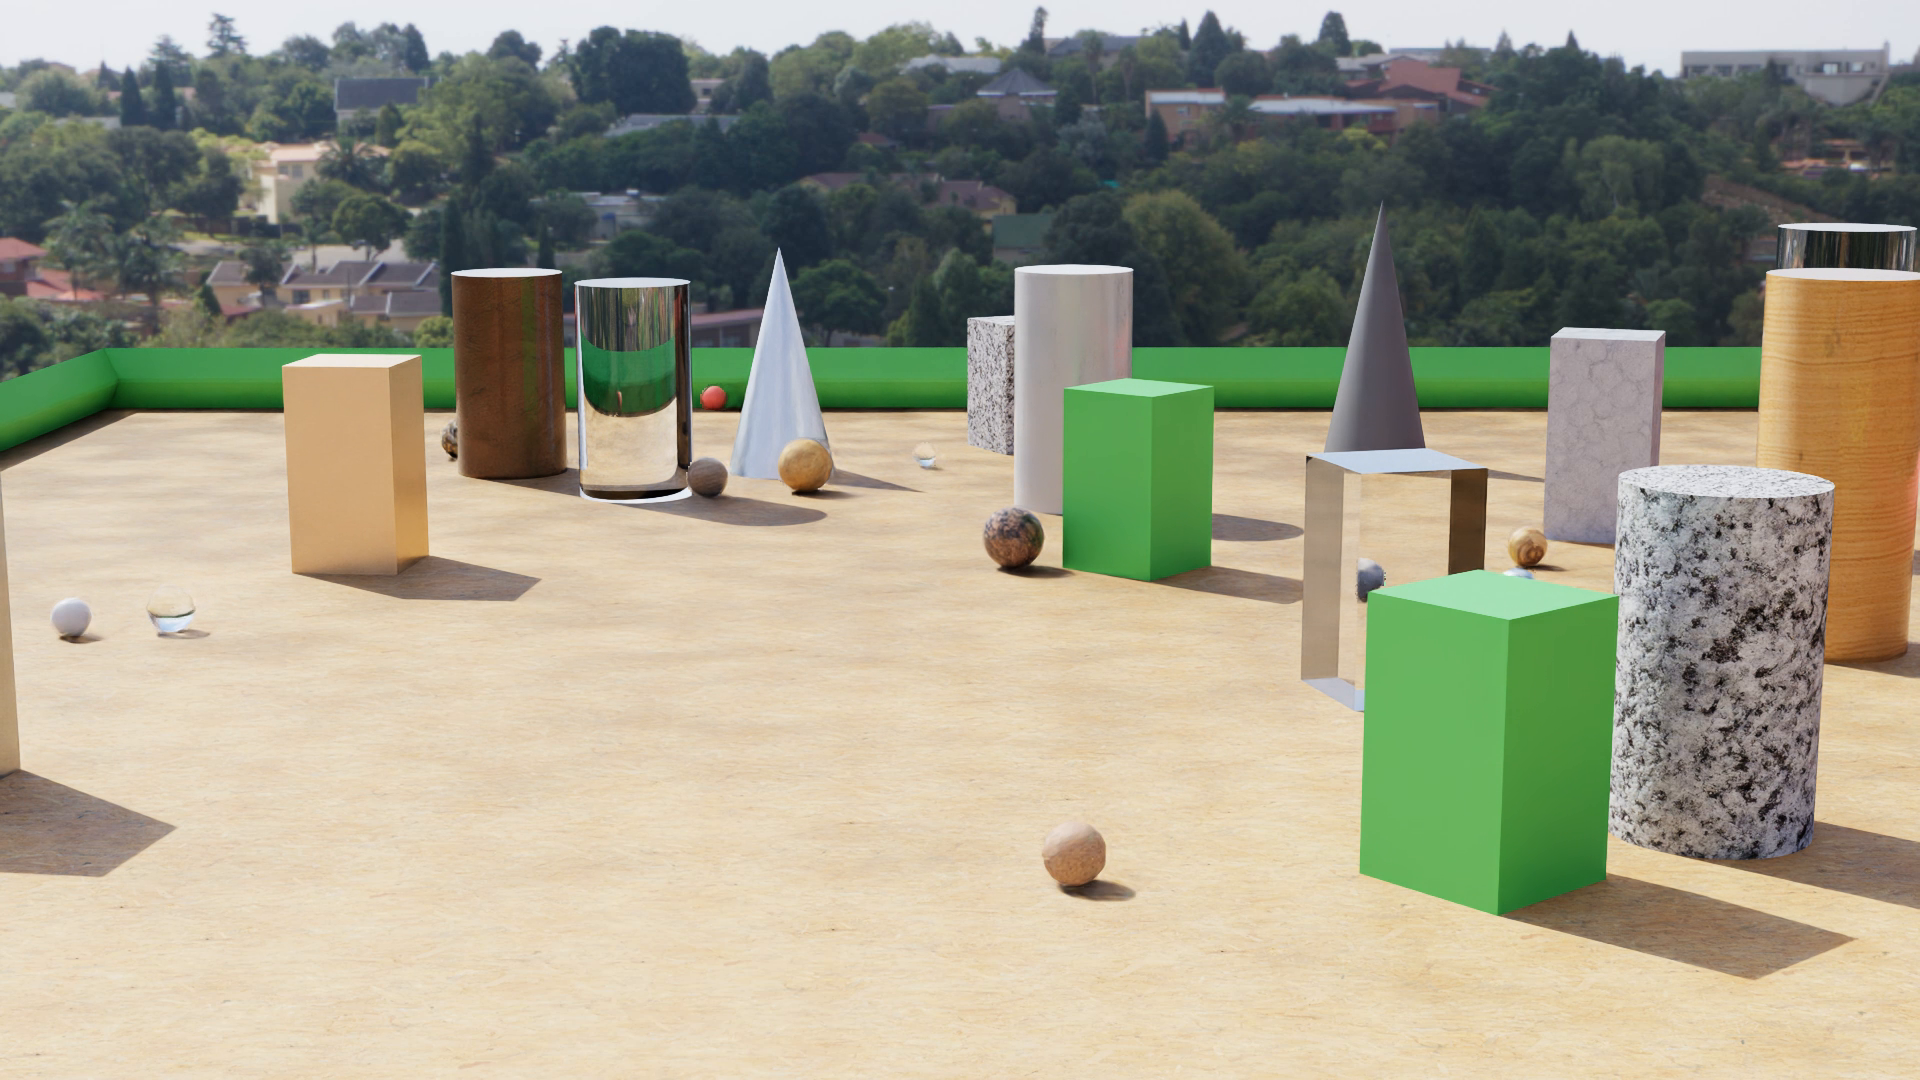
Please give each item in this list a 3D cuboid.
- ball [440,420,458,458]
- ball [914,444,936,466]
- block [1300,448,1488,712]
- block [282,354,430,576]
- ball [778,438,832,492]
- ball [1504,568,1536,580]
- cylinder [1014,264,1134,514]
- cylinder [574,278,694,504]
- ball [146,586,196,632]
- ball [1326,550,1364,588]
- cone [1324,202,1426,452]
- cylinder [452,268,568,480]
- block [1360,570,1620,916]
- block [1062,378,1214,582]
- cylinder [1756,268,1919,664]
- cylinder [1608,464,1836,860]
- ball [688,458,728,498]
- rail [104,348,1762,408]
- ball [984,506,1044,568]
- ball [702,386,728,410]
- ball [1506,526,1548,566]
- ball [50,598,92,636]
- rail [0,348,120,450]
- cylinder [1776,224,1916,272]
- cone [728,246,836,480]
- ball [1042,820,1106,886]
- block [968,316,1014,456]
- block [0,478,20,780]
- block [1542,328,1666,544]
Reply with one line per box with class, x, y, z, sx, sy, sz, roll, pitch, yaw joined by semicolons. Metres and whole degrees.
ball;-0.934;-0.189;4.797;0.072;0.072;0.072;0;11;0
ball;-0.065;-0.155;4.702;0.040;0.040;0.040;0;11;0
block;0.504;0.043;2.996;0.156;0.274;0.156;-3;11;-15
block;-0.883;-0.113;3.761;0.156;0.302;0.156;1;11;5
ball;-0.267;-0.128;4.418;0.092;0.092;0.092;0;11;0
ball;0.760;0.063;3.494;0.052;0.052;0.052;0;11;0
cylinder;0.188;-0.252;4.261;0.195;0.393;0.195;0;11;0
cylinder;-0.555;-0.258;4.376;0.195;0.362;0.195;0;11;0
ball;-1.025;0.089;3.331;0.060;0.060;0.060;0;11;0
ball;0.542;0.040;3.612;0.054;0.054;0.054;0;11;0
cone;0.773;-0.386;4.735;0.195;0.483;0.195;0;11;0
cylinder;-0.810;-0.301;4.618;0.195;0.359;0.195;0;11;0
block;0.474;0.177;2.307;0.156;0.262;0.156;-9;14;-40
block;0.260;-0.091;3.745;0.156;0.265;0.156;8;13;38
cylinder;1.098;-0.097;3.213;0.195;0.470;0.195;0;11;0
cylinder;0.720;0.111;2.445;0.195;0.340;0.195;0;11;0
ball;-0.429;-0.107;4.365;0.068;0.068;0.068;0;11;0
rail;-0.012;-0.345;5.484;3.642;0.127;0.045;0;11;0
ball;0.079;-0.003;3.749;0.090;0.090;0.090;0;11;0
ball;-0.522;-0.301;5.458;0.053;0.053;0.053;0;11;0
ball;0.833;0.009;3.770;0.058;0.058;0.058;0;11;0
ball;-1.146;0.099;3.307;0.050;0.050;0.050;0;11;0
rail;-1.797;0.035;3.439;0.045;0.127;4.187;0;11;0
cylinder;1.315;-0.224;3.849;0.195;0.488;0.195;0;11;0
cone;-0.323;-0.326;4.620;0.195;0.406;0.195;0;11;0
ball;0.103;0.281;2.304;0.058;0.058;0.058;0;11;0
block;0.120;-0.300;4.924;0.156;0.246;0.156;-5;12;-27
block;-1.072;0.083;2.590;0.156;0.344;0.156;2;11;8
block;1.005;-0.164;4.000;0.156;0.315;0.156;4;11;20
